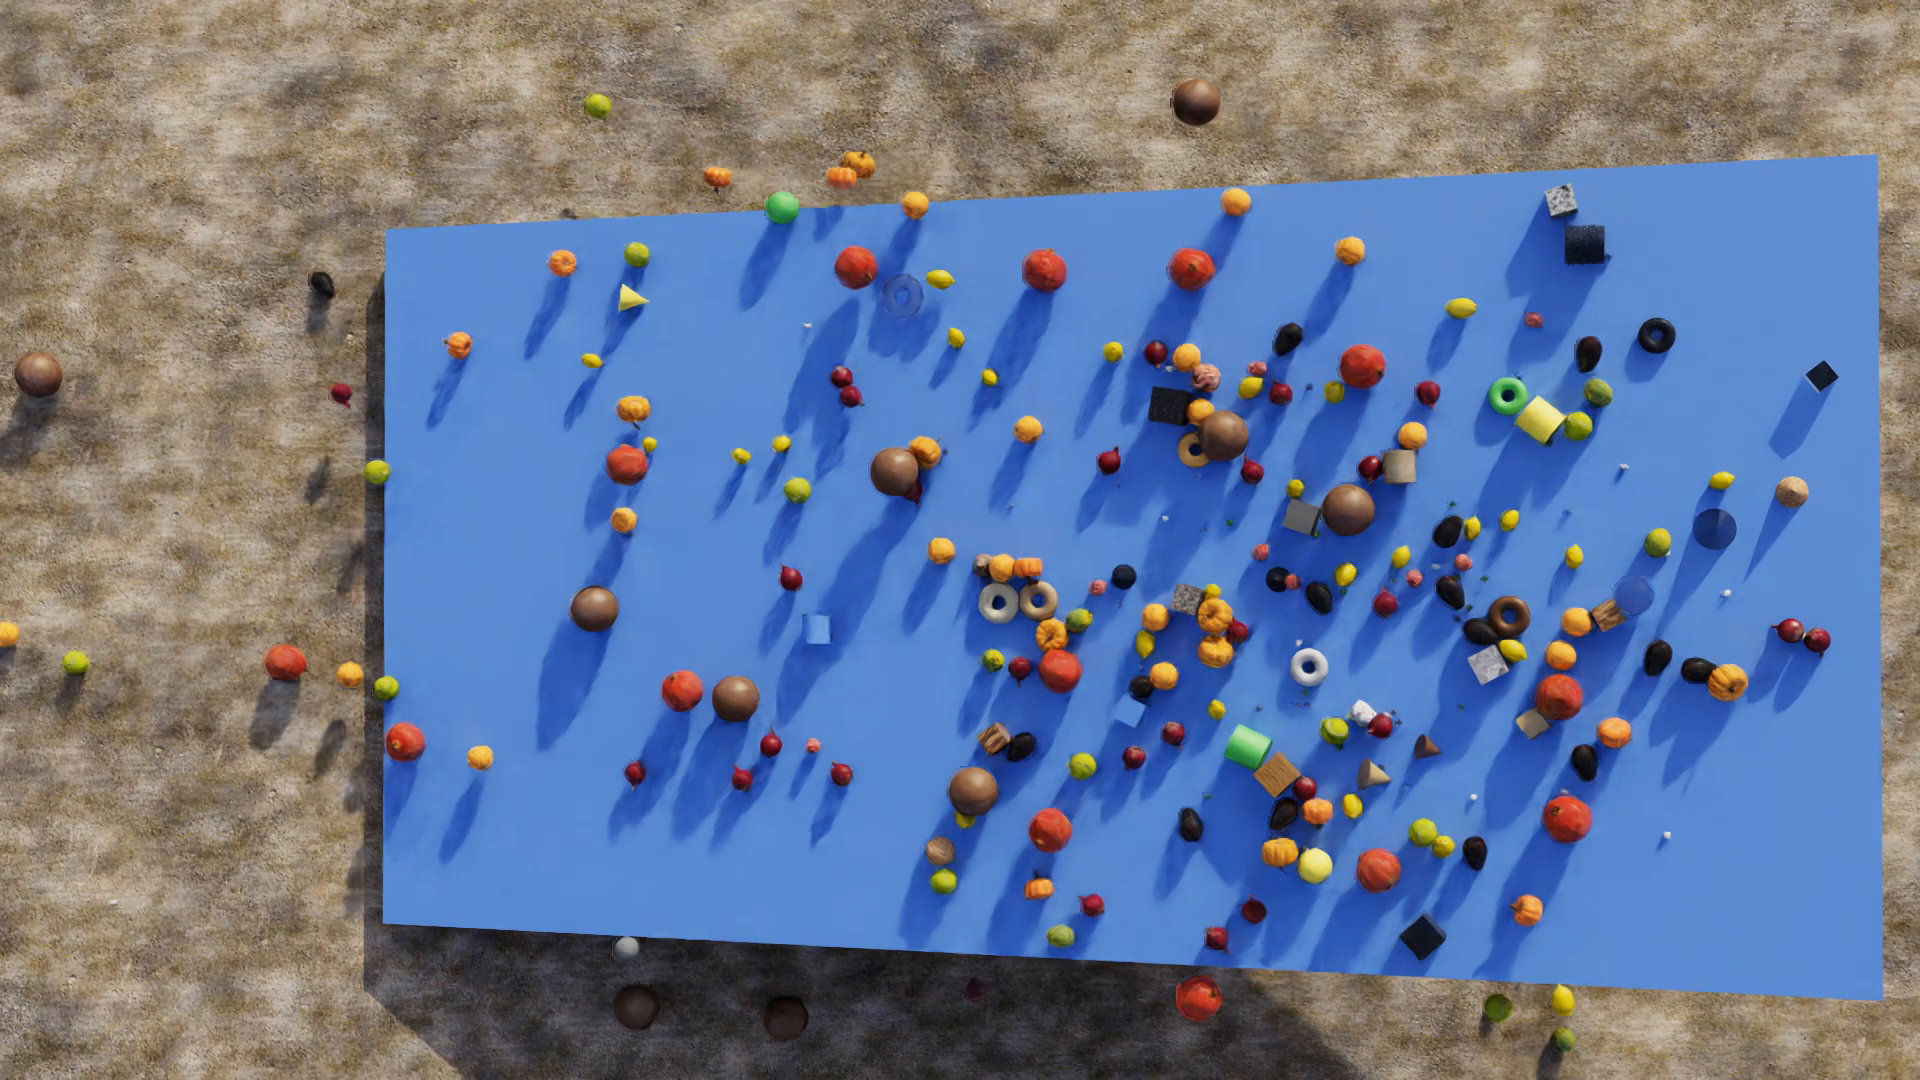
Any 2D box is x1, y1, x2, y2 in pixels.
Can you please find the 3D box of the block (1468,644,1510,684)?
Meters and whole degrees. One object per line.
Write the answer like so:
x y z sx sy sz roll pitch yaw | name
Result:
1.301 0.306 5.412 0.074 0.074 0.074 -29 81 14 | block

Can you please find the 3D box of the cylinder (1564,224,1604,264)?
1.521 -0.720 5.352 0.092 0.092 0.092 2 89 17 | cylinder

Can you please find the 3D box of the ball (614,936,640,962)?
-0.922 1.132 6.085 0.068 0.068 0.068 0 89 0 | ball

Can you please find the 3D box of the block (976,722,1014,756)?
0.093 0.522 5.776 0.062 0.062 0.062 -37 79 13 | block

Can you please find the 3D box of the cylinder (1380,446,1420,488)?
1.095 -0.181 5.477 0.081 0.081 0.081 -10 76 0 | cylinder

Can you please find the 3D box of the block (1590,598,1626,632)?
1.574 0.183 5.339 0.062 0.062 0.062 -30 81 14 | block

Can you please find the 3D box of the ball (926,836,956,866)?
-0.052 0.822 5.806 0.079 0.079 0.079 0 89 0 | ball

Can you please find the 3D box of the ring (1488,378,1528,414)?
1.353 -0.356 5.429 0.094 0.031 0.094 0 89 15 | ring

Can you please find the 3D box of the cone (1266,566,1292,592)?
0.802 0.101 5.569 0.065 0.065 0.065 0 89 17 | cone

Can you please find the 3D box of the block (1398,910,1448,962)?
1.147 0.980 5.445 0.080 0.080 0.080 -45 78 11 | block

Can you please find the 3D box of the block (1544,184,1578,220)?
1.472 -0.829 5.383 0.064 0.064 0.064 -15 85 16 | block

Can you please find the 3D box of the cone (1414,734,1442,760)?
1.172 0.524 5.471 0.064 0.064 0.064 17 89 -11 | cone

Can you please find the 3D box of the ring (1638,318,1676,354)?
1.690 -0.496 5.332 0.087 0.029 0.087 0 90 17 | ring

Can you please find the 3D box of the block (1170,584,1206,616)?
0.585 0.153 5.632 0.067 0.067 0.067 17 94 16 | block

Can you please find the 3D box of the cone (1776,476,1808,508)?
1.977 -0.115 5.217 0.074 0.074 0.074 0 89 17 | cone

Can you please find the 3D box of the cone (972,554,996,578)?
0.054 0.069 5.793 0.065 0.065 0.065 0 89 17 | cone

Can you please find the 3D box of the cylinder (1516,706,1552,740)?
1.406 0.448 5.385 0.063 0.063 0.063 -36 89 14 | cylinder

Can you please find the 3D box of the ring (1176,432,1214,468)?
0.605 -0.232 5.649 0.095 0.032 0.095 0 89 11 | ring

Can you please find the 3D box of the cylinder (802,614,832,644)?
-0.387 0.239 5.914 0.077 0.077 0.077 2 90 0 | cylinder

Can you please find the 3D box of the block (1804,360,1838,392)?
2.041 -0.387 5.212 0.053 0.053 0.053 -39 79 13 | block

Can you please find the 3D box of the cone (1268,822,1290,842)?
0.814 0.742 5.576 0.052 0.052 0.052 3 89 -7 | cone

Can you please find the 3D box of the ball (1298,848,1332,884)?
0.891 0.819 5.520 0.087 0.087 0.087 0 89 0 | ball

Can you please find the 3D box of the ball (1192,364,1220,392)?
0.629 -0.414 5.621 0.075 0.075 0.075 0 89 0 | ball

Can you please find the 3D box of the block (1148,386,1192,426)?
0.539 -0.342 5.643 0.086 0.086 0.086 9 92 17 | block

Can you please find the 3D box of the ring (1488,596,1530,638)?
1.353 0.188 5.419 0.104 0.035 0.104 0 89 15 | ring

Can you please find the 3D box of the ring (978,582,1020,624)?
0.102 0.166 5.791 0.113 0.038 0.113 0 90 17 | ring

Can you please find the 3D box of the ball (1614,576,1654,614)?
1.628 0.134 5.308 0.092 0.092 0.092 0 89 0 | ball

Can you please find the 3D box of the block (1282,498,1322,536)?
0.864 -0.058 5.548 0.073 0.073 0.073 21 95 16 | block

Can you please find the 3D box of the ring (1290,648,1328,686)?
0.882 0.323 5.559 0.097 0.032 0.097 0 90 17 | ring

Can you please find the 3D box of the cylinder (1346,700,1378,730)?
1.007 0.436 5.508 0.054 0.054 0.054 41 89 13 | cylinder

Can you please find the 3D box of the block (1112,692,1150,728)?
0.443 0.439 5.671 0.066 0.066 0.066 28 97 15 | block

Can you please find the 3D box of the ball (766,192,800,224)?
-0.480 -0.899 5.953 0.089 0.089 0.089 0 89 0 | ball

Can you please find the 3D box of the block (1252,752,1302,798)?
0.801 0.593 5.554 0.080 0.080 0.080 -45 78 11 | block

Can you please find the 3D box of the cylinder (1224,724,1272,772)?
0.730 0.527 5.570 0.091 0.091 0.091 27 89 15 | cylinder

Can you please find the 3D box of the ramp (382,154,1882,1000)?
0.272 0.095 5.813 4.000 0.100 2.000 0 89 17 | ramp

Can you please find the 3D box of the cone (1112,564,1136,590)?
0.417 0.095 5.684 0.065 0.065 0.065 0 89 17 | cone

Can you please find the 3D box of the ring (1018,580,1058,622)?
0.205 0.159 5.762 0.107 0.036 0.107 0 90 16 | ring

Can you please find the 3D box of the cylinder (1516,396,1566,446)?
1.420 -0.293 5.379 0.087 0.087 0.087 41 89 6 | cylinder

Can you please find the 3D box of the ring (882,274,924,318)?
-0.154 -0.652 5.879 0.119 0.040 0.119 0 89 18 | ring

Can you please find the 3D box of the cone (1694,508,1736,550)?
1.805 -0.027 5.253 0.100 0.100 0.100 0 89 17 | cone
